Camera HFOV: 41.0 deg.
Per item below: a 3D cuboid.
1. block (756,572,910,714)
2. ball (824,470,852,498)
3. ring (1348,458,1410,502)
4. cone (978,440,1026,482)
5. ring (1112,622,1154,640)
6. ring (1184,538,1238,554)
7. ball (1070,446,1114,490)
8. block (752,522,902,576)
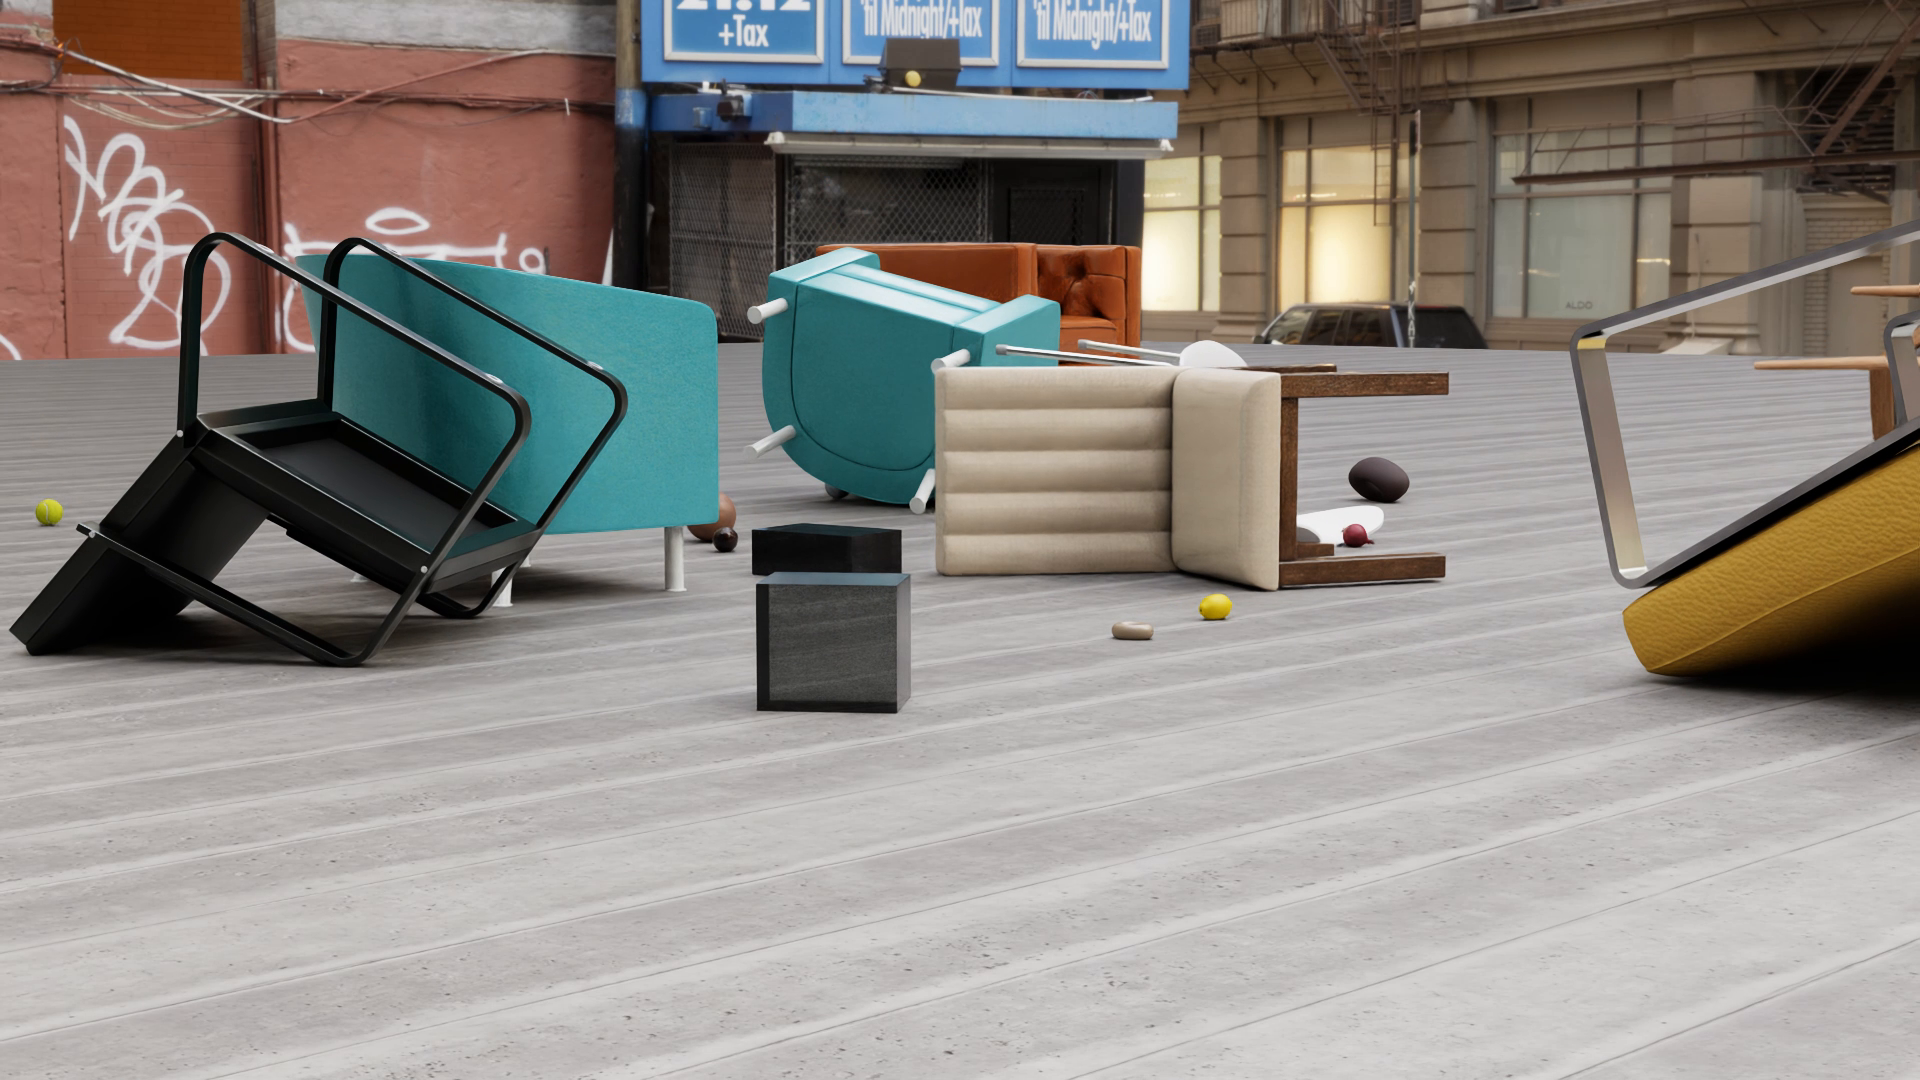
[{"bbox_3d":[-0.193,0.156,3.949,0.215,0.195,0.157,1,6,6],"label":"block"},{"bbox_3d":[-0.360,-0.164,7.601,0.082,0.082,0.082,0,6,0],"label":"ball"},{"bbox_3d":[1.227,-0.175,7.515,0.095,0.123,0.210,-39,31,-19],"label":"ring"},{"bbox_3d":[0.132,-0.225,8.283,0.154,0.155,0.115,29,36,-19],"label":"cone"},{"bbox_3d":[0.314,0.165,4.673,0.081,0.028,0.061,3,8,30],"label":"ring"},{"bbox_3d":[0.600,0.015,6.134,0.130,0.029,0.102,0,7,3],"label":"ring"},{"bbox_3d":[0.405,-0.222,7.901,0.136,0.136,0.136,0,6,0],"label":"ball"},{"bbox_3d":[-0.294,0.027,5.661,0.278,0.100,0.181,4,7,35],"label":"block"}]
